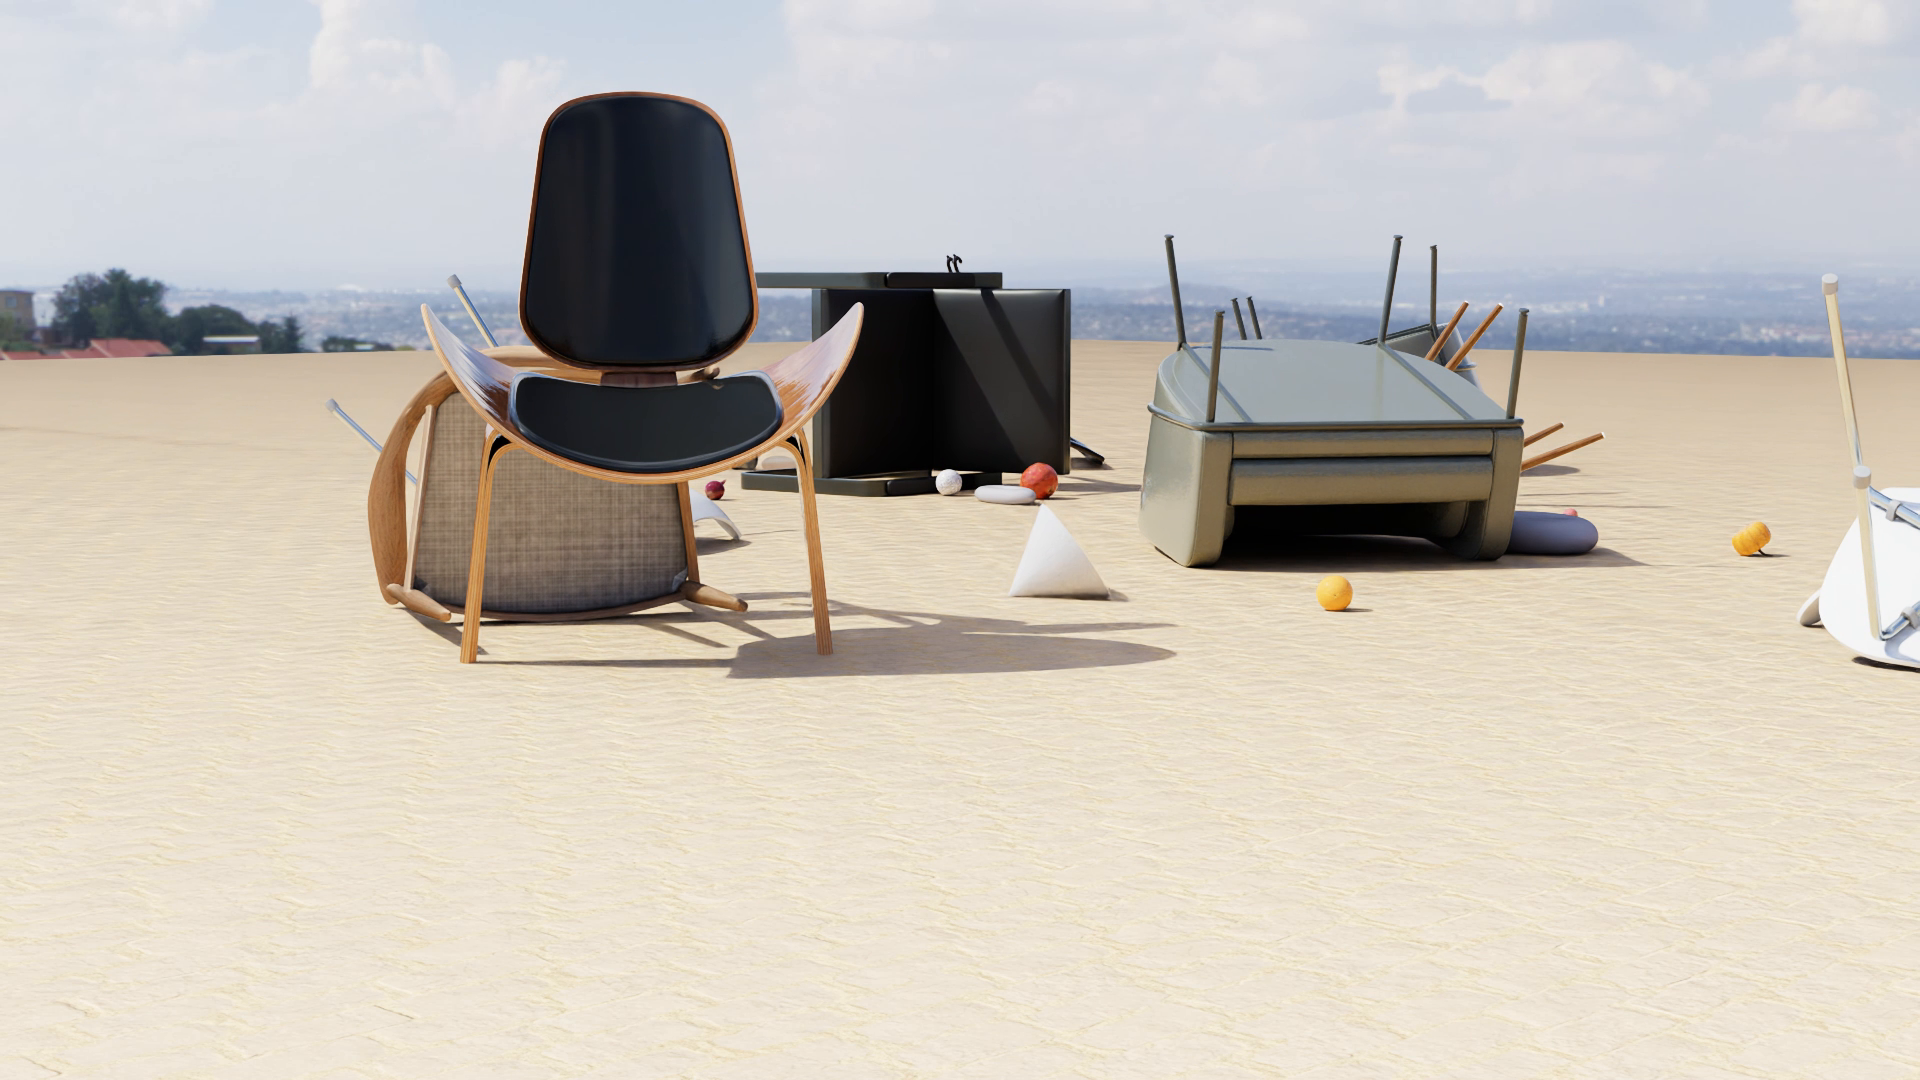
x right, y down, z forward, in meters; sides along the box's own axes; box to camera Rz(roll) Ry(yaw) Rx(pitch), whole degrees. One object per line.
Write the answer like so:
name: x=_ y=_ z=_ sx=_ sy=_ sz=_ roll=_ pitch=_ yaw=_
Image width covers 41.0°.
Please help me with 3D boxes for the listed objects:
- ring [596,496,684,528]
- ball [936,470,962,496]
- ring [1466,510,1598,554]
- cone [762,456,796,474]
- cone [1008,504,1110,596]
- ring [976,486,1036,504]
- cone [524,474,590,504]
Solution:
ring: x=-0.845 y=-0.074 z=6.758 sx=0.235 sy=0.077 sz=0.155 roll=2 pitch=5 yaw=9
ball: x=-0.033 y=-0.172 z=7.695 sx=0.080 sy=0.080 sz=0.080 roll=0 pitch=6 yaw=0
ring: x=1.378 y=-0.018 z=6.183 sx=0.272 sy=0.085 sz=0.352 roll=-2 pitch=7 yaw=-30
cone: x=-0.609 y=-0.238 z=8.576 sx=0.122 sy=0.077 sz=0.047 roll=-3 pitch=-32 yaw=-19
cone: x=0.168 y=0.069 z=5.283 sx=0.170 sy=0.208 sz=0.252 roll=-35 pitch=51 yaw=-4
ring: x=0.132 y=-0.131 z=7.467 sx=0.119 sy=0.045 sz=0.257 roll=-5 pitch=7 yaw=-35
cone: x=-1.160 y=-0.129 z=7.469 sx=0.198 sy=0.084 sz=0.144 roll=-1 pitch=22 yaw=-19
